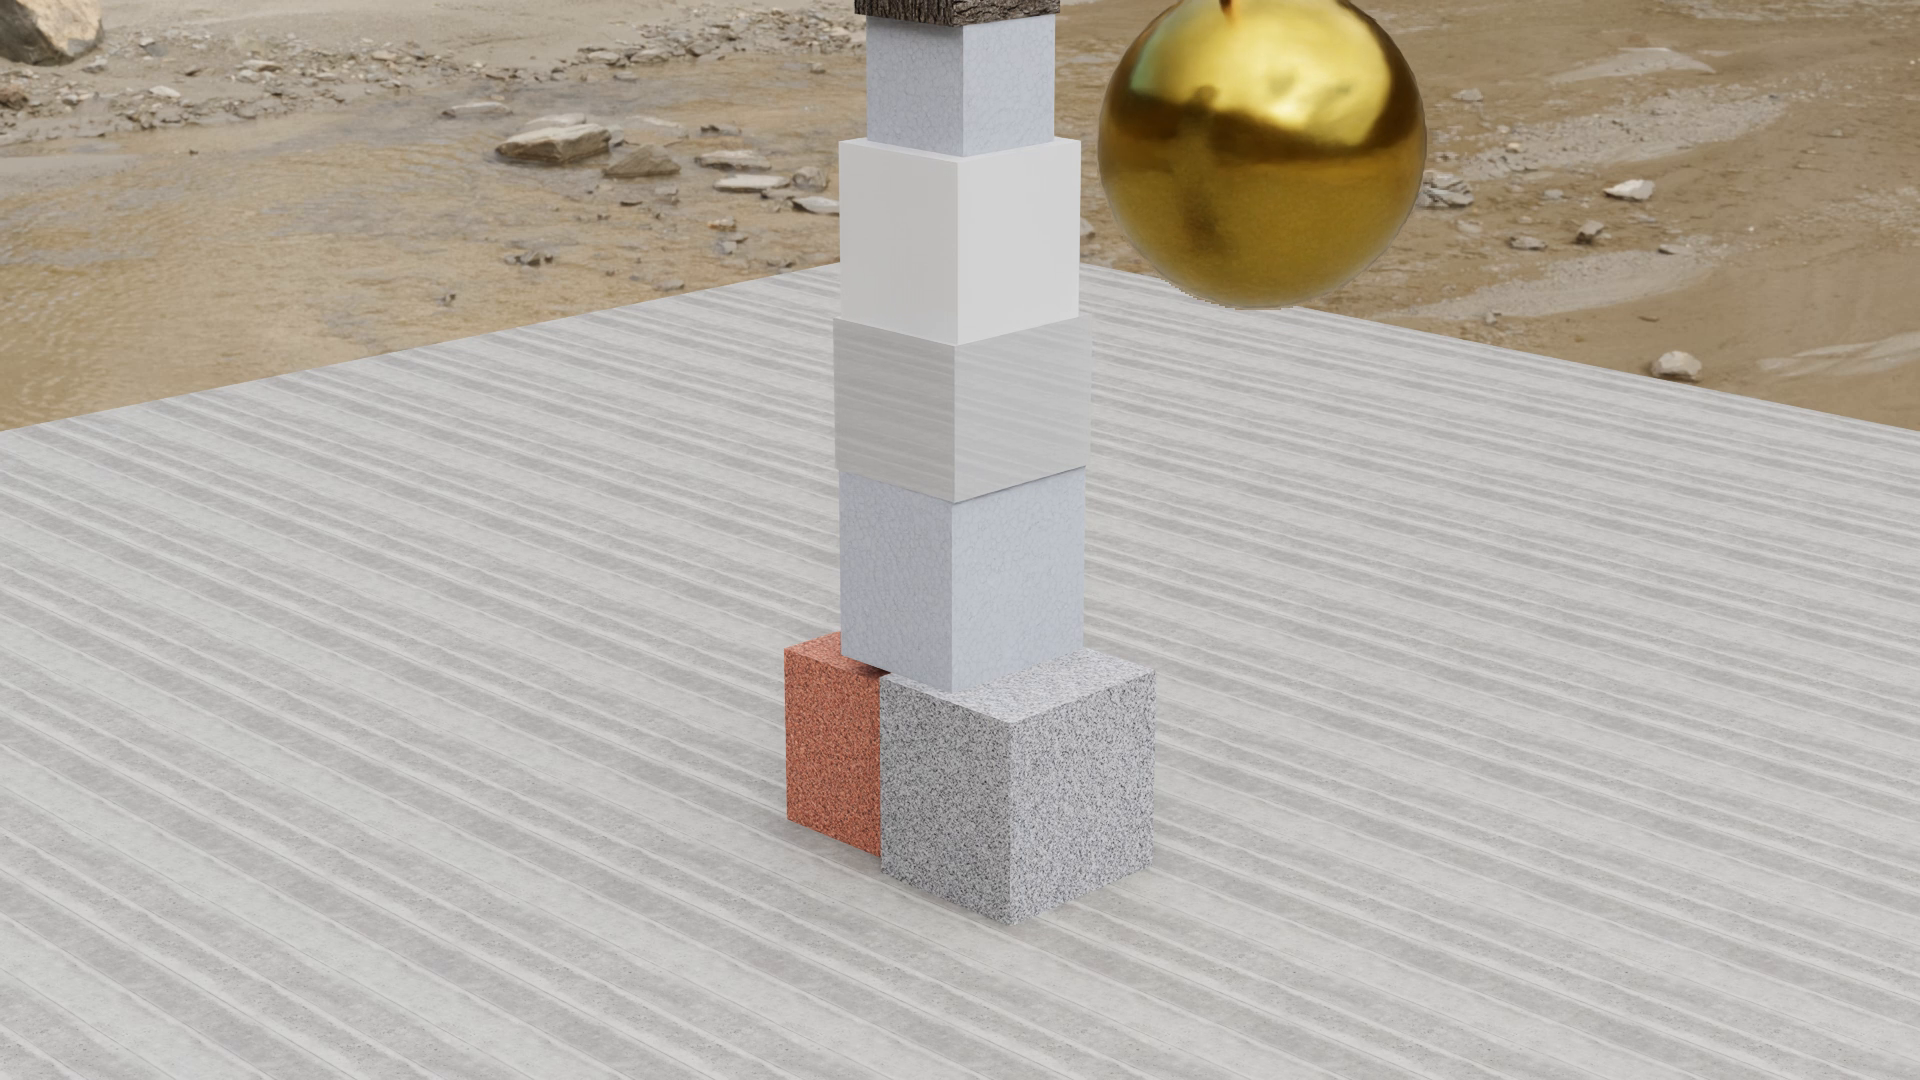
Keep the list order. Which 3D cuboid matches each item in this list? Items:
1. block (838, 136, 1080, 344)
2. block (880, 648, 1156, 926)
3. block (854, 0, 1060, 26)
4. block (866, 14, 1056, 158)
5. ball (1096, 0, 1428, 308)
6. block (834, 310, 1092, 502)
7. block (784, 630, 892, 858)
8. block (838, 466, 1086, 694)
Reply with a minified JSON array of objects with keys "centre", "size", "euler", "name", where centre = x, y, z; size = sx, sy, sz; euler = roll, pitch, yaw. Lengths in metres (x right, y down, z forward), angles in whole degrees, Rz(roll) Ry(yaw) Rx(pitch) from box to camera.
[{"centre":[-0.001,-1.367,12.911],"size":[0.761,0.782,0.734],"euler":[-17,24,-42],"name":"block"},{"centre":[0.264,1.060,13.373],"size":[0.948,0.958,0.822],"euler":[-17,24,-42],"name":"block"},{"centre":[-0.011,-2.554,12.527],"size":[0.647,0.603,0.604],"euler":[-17,24,-42],"name":"block"},{"centre":[0.002,-2.006,12.714],"size":[0.560,0.555,0.593],"euler":[-17,24,-42],"name":"block"},{"centre":[1.467,-1.927,14.274],"size":[1.600,1.600,1.600],"euler":[0,17,0],"name":"ball"},{"centre":[0.013,-0.666,13.146],"size":[0.867,0.696,0.764],"euler":[-17,24,-42],"name":"block"},{"centre":[-0.307,0.932,13.929],"size":[0.710,0.869,0.770],"euler":[-17,24,-42],"name":"block"},{"centre":[0.012,0.090,13.382],"size":[0.855,0.888,0.723],"euler":[-17,24,-42],"name":"block"}]
